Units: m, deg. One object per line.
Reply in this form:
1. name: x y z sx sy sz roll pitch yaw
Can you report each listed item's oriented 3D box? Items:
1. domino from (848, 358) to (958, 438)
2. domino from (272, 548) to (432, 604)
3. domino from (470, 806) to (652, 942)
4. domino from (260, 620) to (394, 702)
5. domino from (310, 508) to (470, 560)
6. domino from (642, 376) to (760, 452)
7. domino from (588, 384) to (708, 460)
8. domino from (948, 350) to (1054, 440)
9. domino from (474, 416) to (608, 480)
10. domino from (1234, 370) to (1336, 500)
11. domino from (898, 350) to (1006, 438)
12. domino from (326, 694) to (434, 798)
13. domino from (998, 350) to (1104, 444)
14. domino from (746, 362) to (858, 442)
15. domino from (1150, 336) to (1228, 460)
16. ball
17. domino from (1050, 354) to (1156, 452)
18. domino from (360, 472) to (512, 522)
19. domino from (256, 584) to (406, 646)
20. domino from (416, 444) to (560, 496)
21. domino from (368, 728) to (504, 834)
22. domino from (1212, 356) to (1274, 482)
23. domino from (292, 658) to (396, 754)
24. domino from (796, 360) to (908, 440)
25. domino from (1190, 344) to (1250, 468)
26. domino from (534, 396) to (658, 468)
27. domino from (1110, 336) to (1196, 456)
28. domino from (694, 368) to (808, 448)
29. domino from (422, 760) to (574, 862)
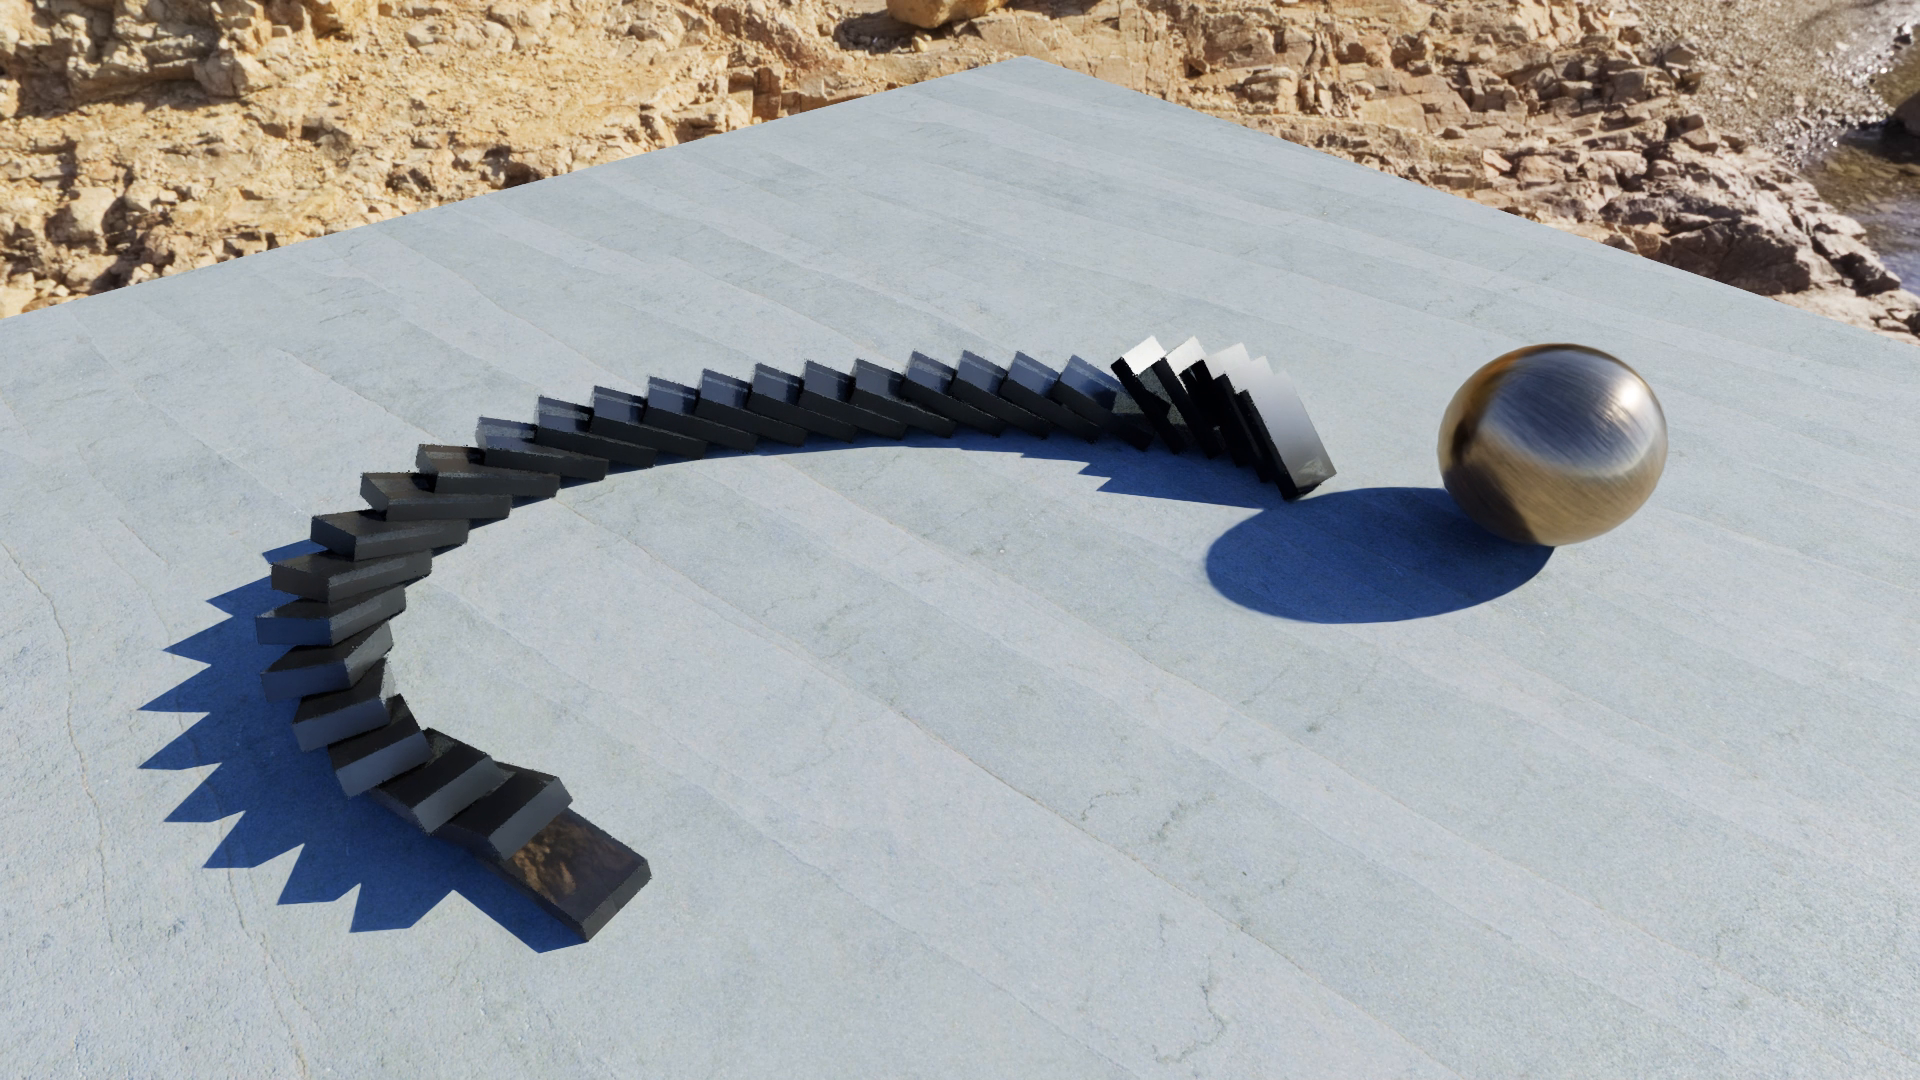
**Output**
1. domino: -0.026 -0.065 0.508 0.050 0.010 0.025 18 36 -18
2. domino: -0.227 0.011 0.413 0.025 0.010 0.050 12 14 14
3. domino: -0.119 0.095 0.327 0.050 0.009 0.025 23 44 25
4. domino: -0.215 0.040 0.377 0.025 0.009 0.050 -9 13 -11
5. domino: -0.222 -0.004 0.431 0.025 0.010 0.050 20 16 22
6. domino: -0.117 -0.057 0.497 0.050 0.009 0.025 14 34 -23
7. domino: -0.139 -0.052 0.491 0.050 0.009 0.025 13 33 -26
8. domino: 0.021 -0.068 0.510 0.050 0.010 0.025 25 39 -9
9. domino: -0.180 -0.039 0.475 0.050 0.009 0.025 6 31 -36
10. domino: 0.140 -0.045 0.474 0.025 0.009 0.050 -26 89 -28
11. domino: -0.002 -0.068 0.510 0.050 0.010 0.025 23 38 -12
12. domino: -0.185 0.064 0.349 0.025 0.009 0.050 -26 20 -28
13. domino: 0.044 -0.066 0.508 0.050 0.009 0.025 28 40 -6
14. domino: -0.072 -0.063 0.504 0.050 0.010 0.025 18 35 -19
15. domino: 0.109 -0.064 0.496 0.025 0.009 0.050 -37 96 -36
16. ball: 0.231 -0.037 0.433 0.080 0.080 0.080 0 39 0
17. domino: 0.068 -0.063 0.505 0.050 0.010 0.025 31 43 -2
18. domino: -0.213 -0.018 0.448 0.025 0.009 0.050 32 22 33
19. domino: -0.224 0.026 0.394 0.025 0.010 0.050 1 11 0
20. domino: -0.198 -0.029 0.462 0.050 0.010 0.025 0 30 -45
21. domino: -0.163 0.073 0.338 0.050 0.010 0.025 3 32 45
22. domino: 0.133 -0.053 0.483 0.025 0.010 0.050 -25 89 -28
23. domino: -0.201 0.053 0.362 0.025 0.010 0.050 -19 16 -22
24. domino: -0.049 -0.064 0.506 0.050 0.009 0.025 18 36 -18
25. domino: 0.125 -0.060 0.492 0.025 0.009 0.050 -24 88 -28
26. domino: -0.161 -0.048 0.485 0.050 0.010 0.025 11 32 -29
27. domino: 0.093 -0.066 0.501 0.025 0.010 0.050 -37 91 -36
28. domino: -0.094 -0.060 0.501 0.050 0.010 0.025 16 35 -21
29. domino: -0.142 0.080 0.331 0.050 0.010 0.025 0 32 40
